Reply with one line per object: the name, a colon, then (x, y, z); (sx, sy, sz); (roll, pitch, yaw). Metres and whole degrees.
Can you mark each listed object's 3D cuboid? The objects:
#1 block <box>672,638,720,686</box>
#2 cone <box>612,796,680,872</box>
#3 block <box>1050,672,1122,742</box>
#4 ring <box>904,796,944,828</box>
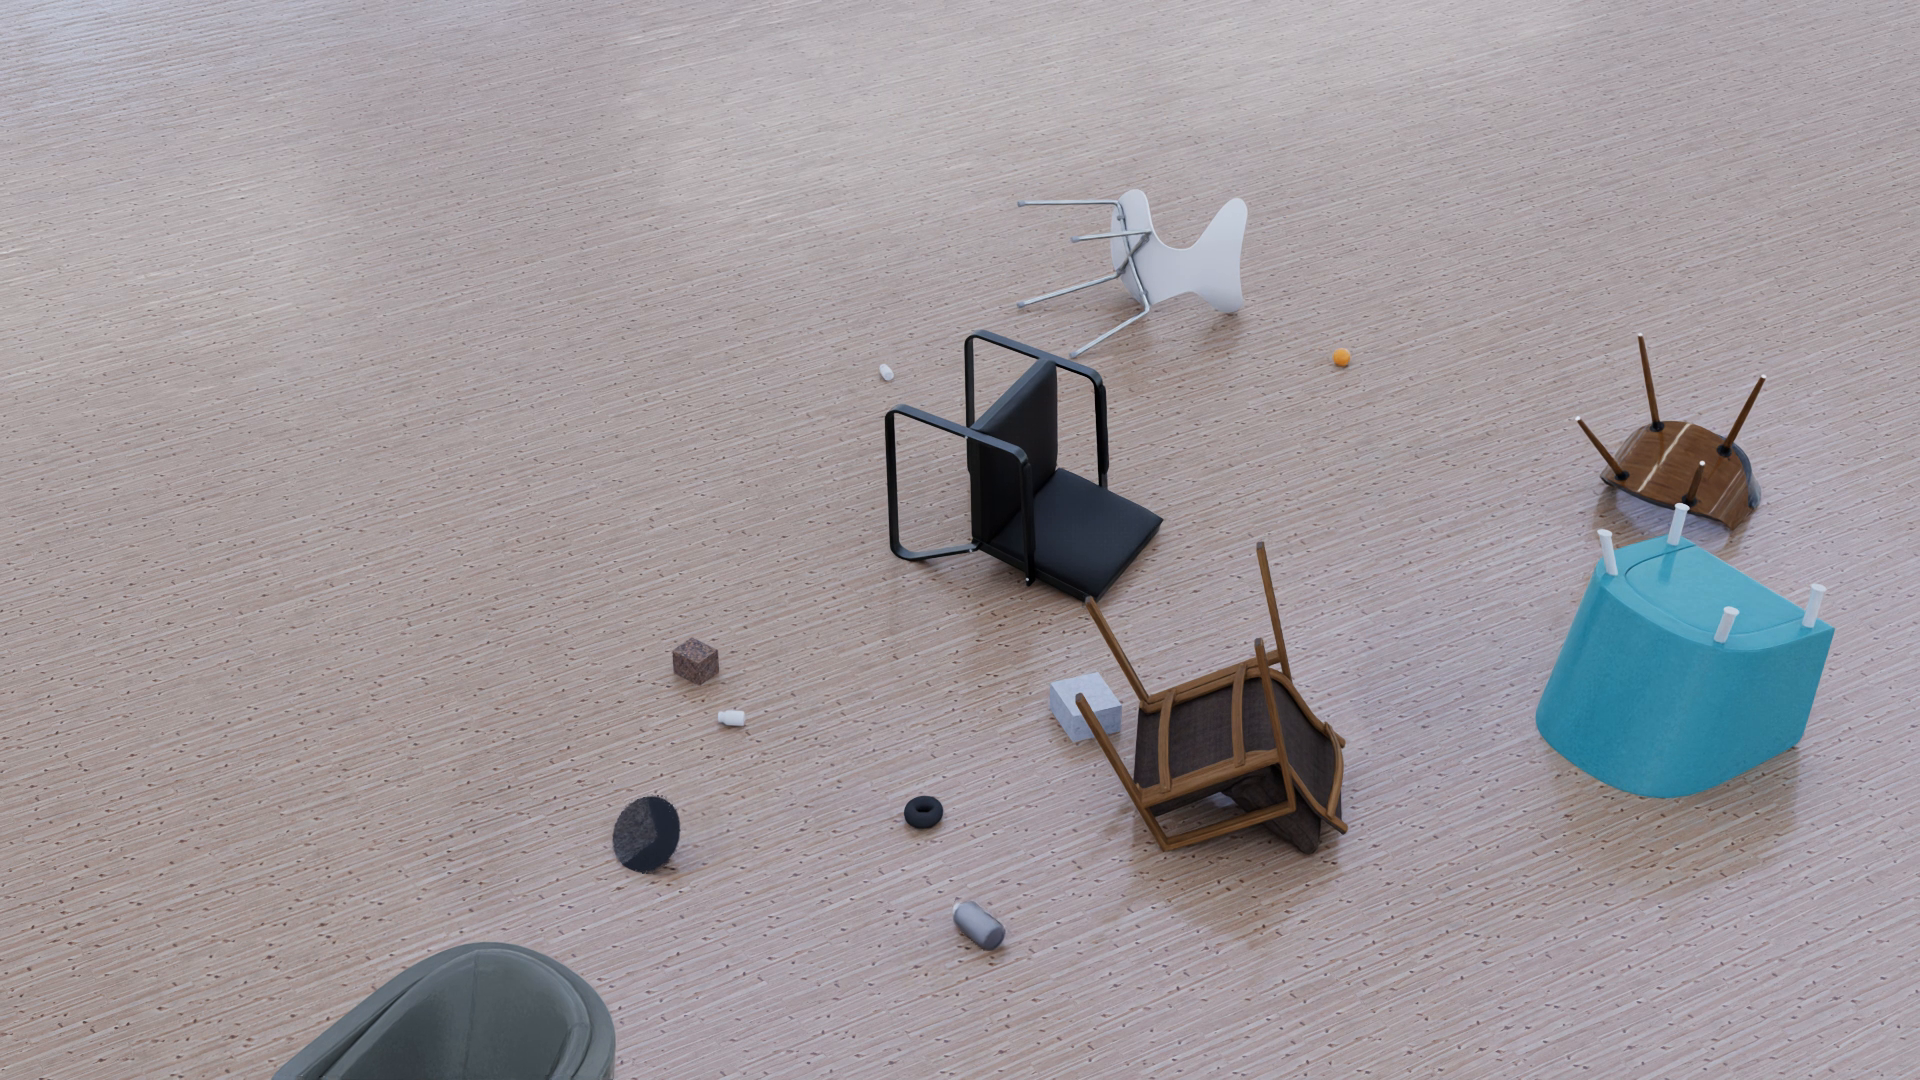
block: (-0.920, 0.423, 10.214); (0.122, 0.097, 0.101); (23, 40, 31)
cone: (-0.976, 0.954, 9.415); (0.250, 0.131, 0.236); (-44, 64, 8)
block: (0.427, 0.568, 9.982); (0.177, 0.110, 0.205); (-12, 35, -17)
ring: (-0.119, 0.886, 9.550); (0.124, 0.055, 0.137); (21, 37, 26)
